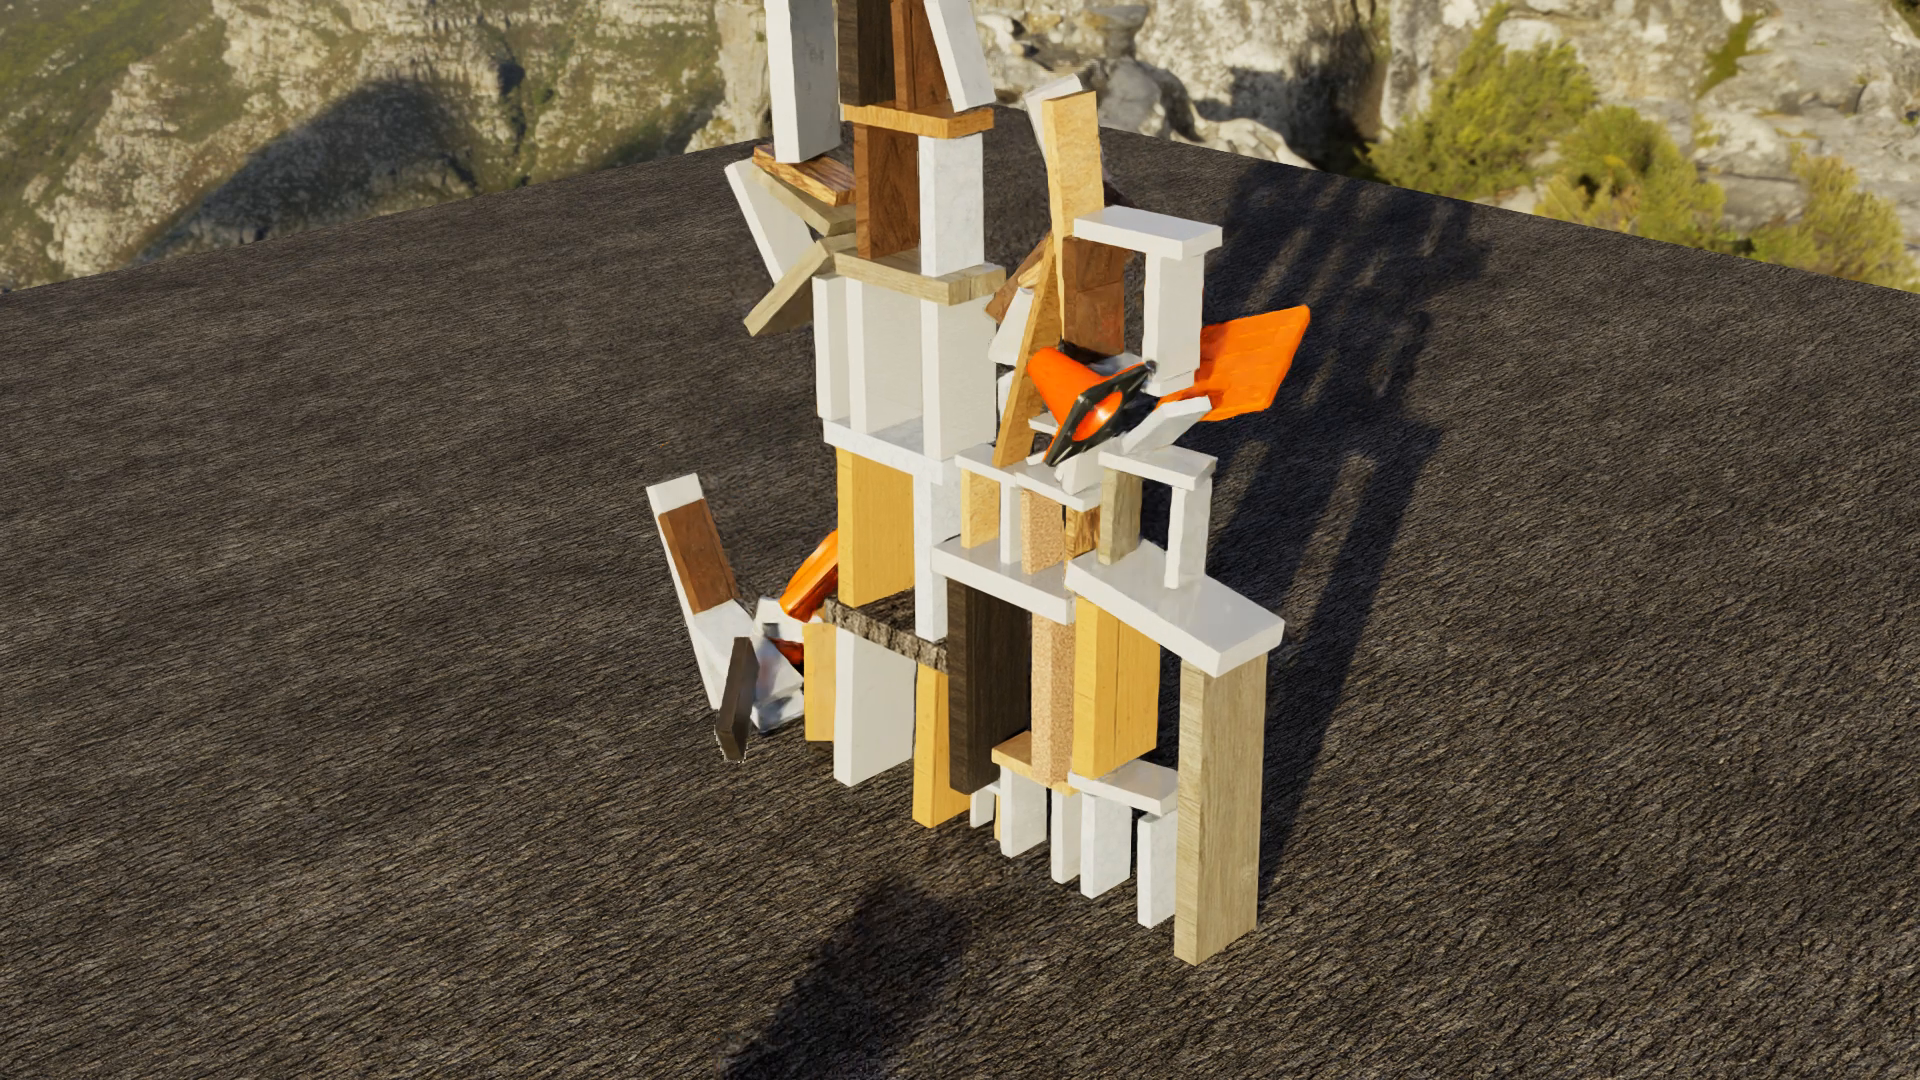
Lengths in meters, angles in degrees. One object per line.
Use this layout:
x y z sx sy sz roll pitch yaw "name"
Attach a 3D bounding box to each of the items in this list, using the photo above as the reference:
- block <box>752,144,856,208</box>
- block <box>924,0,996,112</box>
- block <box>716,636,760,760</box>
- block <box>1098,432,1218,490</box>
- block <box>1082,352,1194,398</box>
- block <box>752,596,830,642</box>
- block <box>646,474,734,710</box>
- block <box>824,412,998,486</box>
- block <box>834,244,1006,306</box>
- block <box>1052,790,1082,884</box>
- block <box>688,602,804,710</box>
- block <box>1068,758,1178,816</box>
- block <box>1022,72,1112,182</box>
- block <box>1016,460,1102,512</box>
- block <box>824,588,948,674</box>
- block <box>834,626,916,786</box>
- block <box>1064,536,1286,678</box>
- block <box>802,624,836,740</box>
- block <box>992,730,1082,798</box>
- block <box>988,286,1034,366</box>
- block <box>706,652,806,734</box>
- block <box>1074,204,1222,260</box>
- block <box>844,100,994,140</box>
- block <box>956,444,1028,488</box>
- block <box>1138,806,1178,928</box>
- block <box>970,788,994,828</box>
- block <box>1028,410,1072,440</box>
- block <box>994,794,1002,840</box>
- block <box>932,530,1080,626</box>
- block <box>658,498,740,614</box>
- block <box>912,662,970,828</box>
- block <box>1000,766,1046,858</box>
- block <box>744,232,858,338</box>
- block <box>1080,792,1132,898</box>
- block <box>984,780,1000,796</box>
-0.280 -0.706 4.222 0.221 0.031 0.111 32 35 29 "block"
0.001 -0.866 3.900 0.028 0.201 0.100 -10 11 35 "block"
-0.464 0.332 4.614 0.033 0.115 0.230 1 54 9 "block"
0.341 -0.137 3.794 0.182 0.026 0.091 17 33 25 "block"
0.301 -0.283 3.726 0.088 0.025 0.175 -21 30 -41 "block"
-0.364 0.178 4.805 0.164 0.082 0.023 10 12 -11 "block"
-0.567 0.114 4.876 0.115 0.513 0.033 -20 6 -38 "block"
-0.091 -0.191 4.251 0.166 0.047 0.332 -21 31 -40 "block"
-0.075 -0.502 4.094 0.301 0.043 0.151 21 31 40 "block"
0.220 0.548 4.210 0.100 0.201 0.028 -22 31 -40 "block"
-0.465 0.250 4.784 0.124 0.035 0.247 -25 62 -38 "block"
0.317 0.446 4.055 0.217 0.031 0.108 13 29 41 "block"
0.187 -0.703 3.835 0.099 0.198 0.028 -24 32 -2 "block"
0.188 -0.098 3.938 0.082 0.023 0.164 -24 36 -39 "block"
-0.083 0.165 4.389 0.356 0.050 0.178 21 31 40 "block"
-0.175 0.318 4.553 0.178 0.356 0.050 -21 34 -41 "block"
0.372 0.109 3.837 0.176 0.050 0.352 -22 41 -40 "block"
-0.272 0.304 4.707 0.124 0.247 0.035 2 -6 -37 "block"
0.168 0.426 4.204 0.201 0.028 0.100 21 31 40 "block"
0.112 -0.378 3.920 0.074 0.148 0.021 9 36 -24 "block"
-0.448 0.296 4.828 0.124 0.035 0.247 -23 70 -38 "block"
0.308 -0.506 3.611 0.220 0.031 0.110 19 31 37 "block"
-0.076 -0.772 3.983 0.252 0.036 0.126 19 29 37 "block"
0.074 -0.138 4.061 0.079 0.022 0.157 -22 31 -40 "block"
0.376 0.598 4.072 0.031 0.217 0.108 18 29 42 "block"
0.044 0.521 4.400 0.051 0.103 0.015 -22 34 -40 "block"
0.177 -0.204 3.888 0.055 0.016 0.111 -24 26 -29 "block"
0.093 0.540 4.356 0.015 0.103 0.051 24 33 39 "block"
0.129 0.058 4.092 0.172 0.049 0.344 -22 31 -40 "block"
-0.572 0.035 4.818 0.033 0.230 0.115 -15 7 46 "block"
-0.008 0.383 4.399 0.178 0.356 0.050 -21 34 -41 "block"
0.125 0.511 4.298 0.028 0.201 0.100 21 31 41 "block"
-0.293 -0.500 4.301 0.141 0.040 0.282 -19 -16 -46 "block"
0.277 0.560 4.163 0.031 0.217 0.108 21 31 41 "block"
0.070 0.477 4.352 0.103 0.015 0.051 21 32 40 "block"
